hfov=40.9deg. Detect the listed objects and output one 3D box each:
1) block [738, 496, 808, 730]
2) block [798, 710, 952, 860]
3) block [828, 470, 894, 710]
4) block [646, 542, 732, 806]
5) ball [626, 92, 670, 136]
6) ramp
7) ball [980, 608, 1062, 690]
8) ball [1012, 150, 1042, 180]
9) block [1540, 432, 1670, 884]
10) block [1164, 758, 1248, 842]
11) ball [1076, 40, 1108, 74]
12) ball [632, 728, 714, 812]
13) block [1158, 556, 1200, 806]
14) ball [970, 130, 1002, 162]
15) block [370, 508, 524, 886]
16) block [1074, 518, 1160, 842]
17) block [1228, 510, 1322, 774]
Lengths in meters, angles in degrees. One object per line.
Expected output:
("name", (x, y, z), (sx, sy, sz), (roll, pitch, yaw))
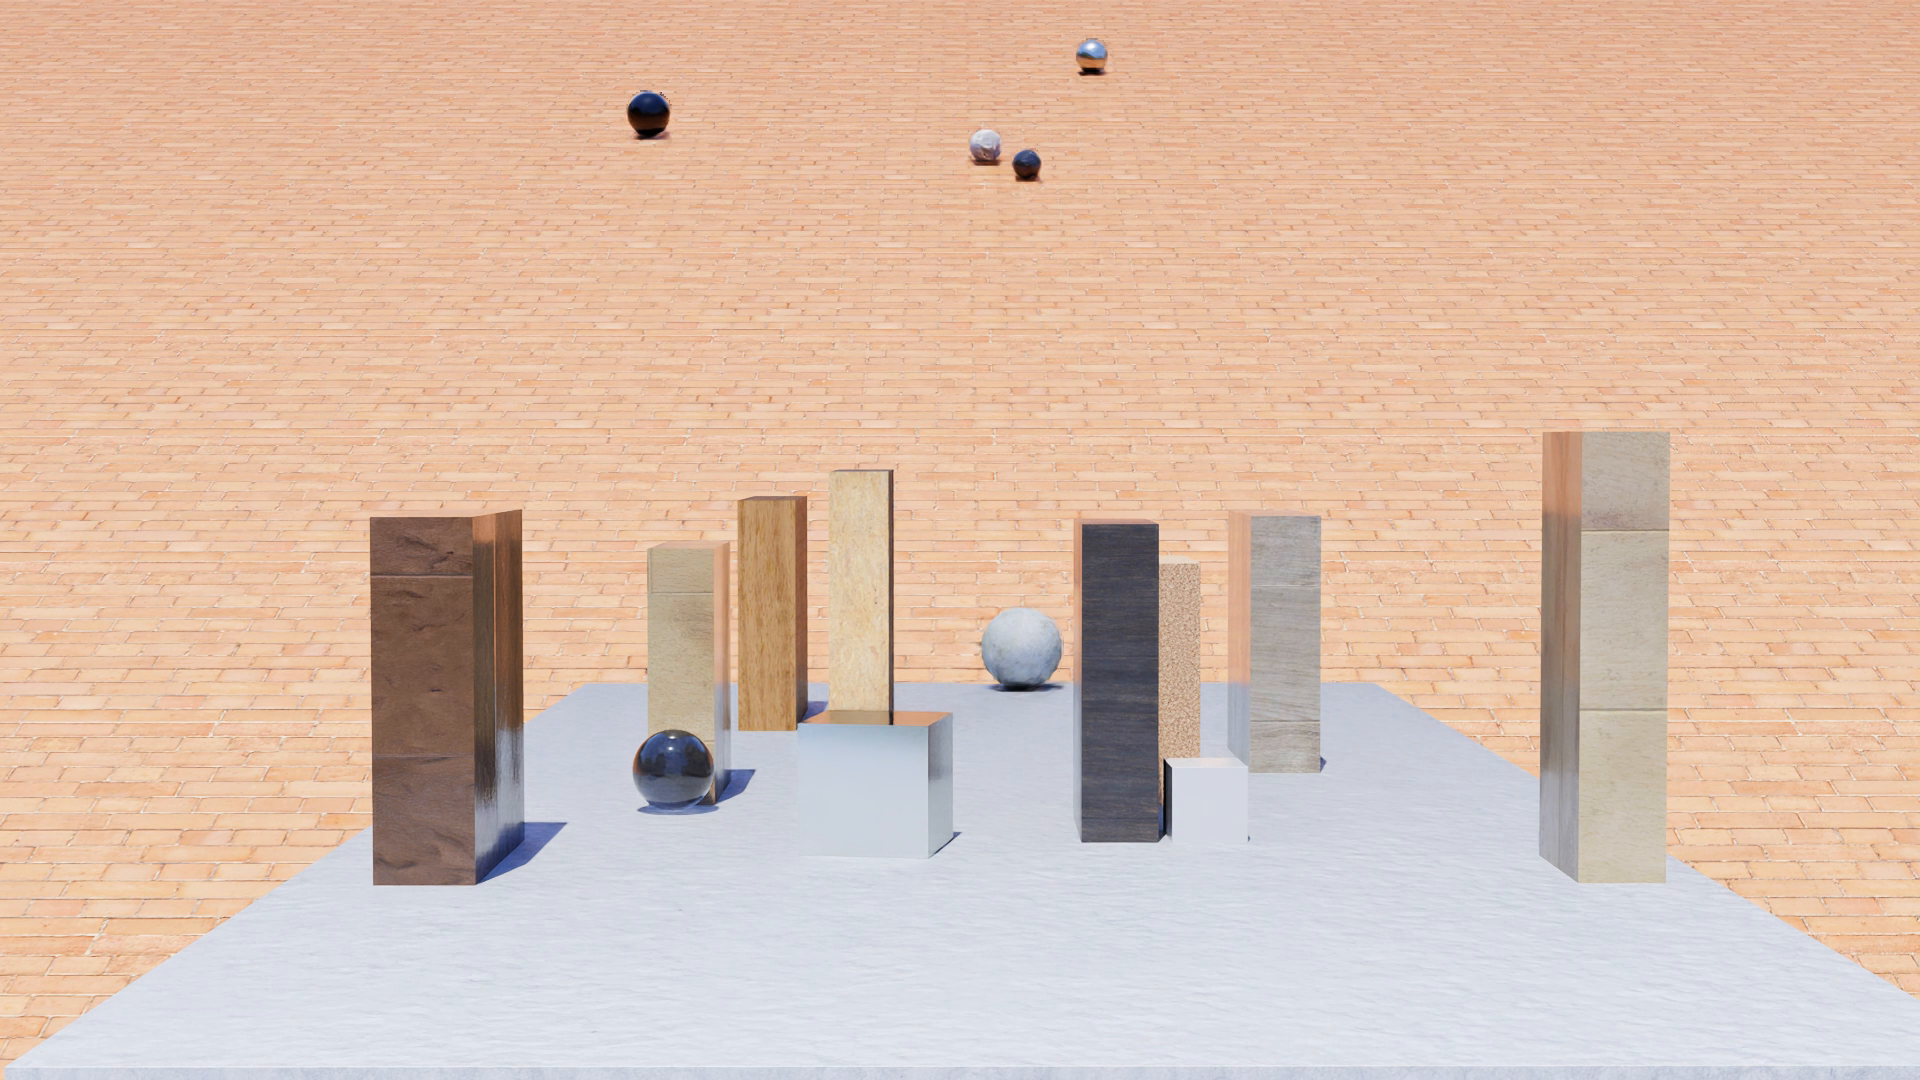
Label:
("block", (-0.410, 0.152, 5.673), (0.122, 0.489, 0.442), (0, 2, 0))
("block", (-0.126, 0.367, 3.902), (0.197, 0.197, 0.197), (0, 2, 10))
("block", (-0.158, 0.171, 4.184), (0.093, 0.568, 0.349), (0, 2, 0))
("block", (-0.471, 0.225, 4.505), (0.112, 0.434, 0.320), (0, 2, 0))
("ball", (-1.431, -1.961, 11.843), (0.200, 0.200, 0.200), (0, 24, 0))
("ramp", (0.054, 0.491, 4.542), (2.000, 0.100, 4.000), (0, 2, 0))
("ball", (0.152, 0.268, 6.374), (0.202, 0.202, 0.202), (0, 24, 0))
("ball", (0.291, -1.631, 11.177), (0.129, 0.129, 0.129), (0, 24, 0))
("block", (0.921, 0.159, 3.692), (0.122, 0.628, 0.241), (0, 2, 0))
("block", (0.381, 0.404, 4.001), (0.116, 0.116, 0.116), (0, 2, -2))
("ball", (0.664, -2.437, 12.978), (0.164, 0.164, 0.164), (0, 24, 0))
("ball", (-0.477, 0.383, 4.283), (0.137, 0.137, 0.137), (0, 24, 0))
("block", (0.340, 0.238, 4.487), (0.129, 0.409, 0.293), (0, 2, 0))
("ball", (0.114, -1.747, 11.422), (0.146, 0.146, 0.146), (0, 24, 0))
("block", (-0.743, 0.216, 3.764), (0.142, 0.512, 0.408), (0, 2, 0))
("block", (0.245, 0.214, 4.071), (0.118, 0.489, 0.272), (0, 2, 0))
("block", (0.601, 0.186, 4.954), (0.130, 0.477, 0.395), (0, 2, 0))
